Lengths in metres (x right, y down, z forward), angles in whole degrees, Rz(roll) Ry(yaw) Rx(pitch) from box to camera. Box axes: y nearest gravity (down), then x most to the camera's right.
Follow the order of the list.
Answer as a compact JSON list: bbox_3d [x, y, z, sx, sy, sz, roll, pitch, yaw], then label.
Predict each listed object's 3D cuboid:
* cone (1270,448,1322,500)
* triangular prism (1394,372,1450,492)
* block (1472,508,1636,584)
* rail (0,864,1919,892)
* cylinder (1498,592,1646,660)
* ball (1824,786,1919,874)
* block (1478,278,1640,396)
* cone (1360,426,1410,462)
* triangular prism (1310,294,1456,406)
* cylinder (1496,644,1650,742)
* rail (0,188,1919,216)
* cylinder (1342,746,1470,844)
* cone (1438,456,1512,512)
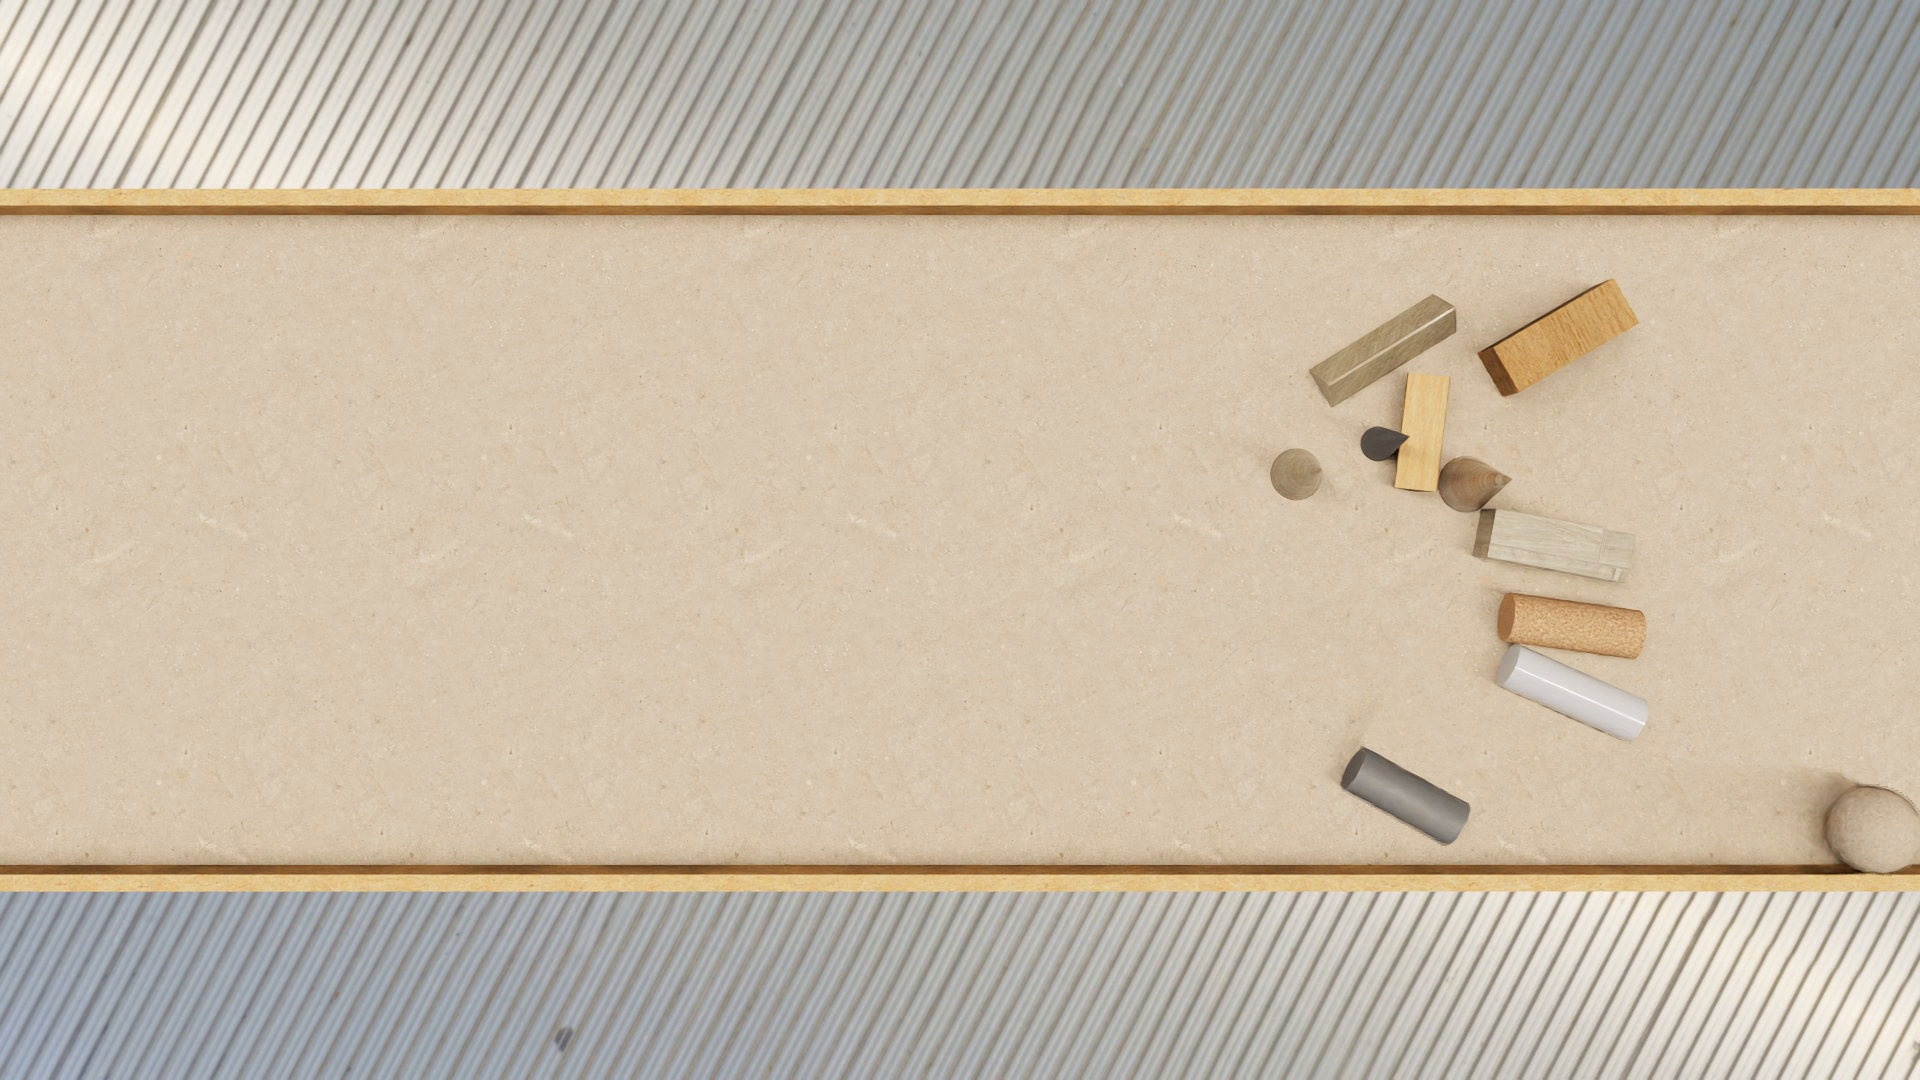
[{"bbox_3d":[1.035,-0.202,4.897,0.160,0.360,0.160,0,90,0],"label":"cone"},{"bbox_3d":[1.413,-0.322,4.994,0.108,0.125,0.348,7,90,41],"label":"triangular prism"},{"bbox_3d":[1.799,0.017,5.003,0.426,0.147,0.147,11,90,0],"label":"block"},{"bbox_3d":[-2.247,1.025,5.001,12.000,0.150,0.050,0,90,0],"label":"rail"},{"bbox_3d":[1.853,0.260,5.002,0.396,0.150,0.150,8,90,0],"label":"cylinder"},{"bbox_3d":[2.740,0.870,4.946,0.260,0.260,0.260,0,90,0],"label":"ball"},{"bbox_3d":[1.810,-0.611,4.999,0.414,0.156,0.156,-30,90,0],"label":"block"},{"bbox_3d":[1.286,-0.296,4.893,0.108,0.367,0.108,0,90,0],"label":"cone"},{"bbox_3d":[1.299,-0.582,5.015,0.448,0.116,0.134,-31,90,0],"label":"triangular prism"},{"bbox_3d":[1.857,0.463,5.006,0.424,0.141,0.141,24,90,0],"label":"cylinder"},{"bbox_3d":[-2.247,-1.025,5.002,12.000,0.150,0.050,0,90,0],"label":"rail"},{"bbox_3d":[1.351,0.776,5.005,0.356,0.143,0.143,29,90,0],"label":"cylinder"},{"bbox_3d":[1.559,-0.172,4.863,0.174,0.427,0.174,0,90,0],"label":"cone"}]
